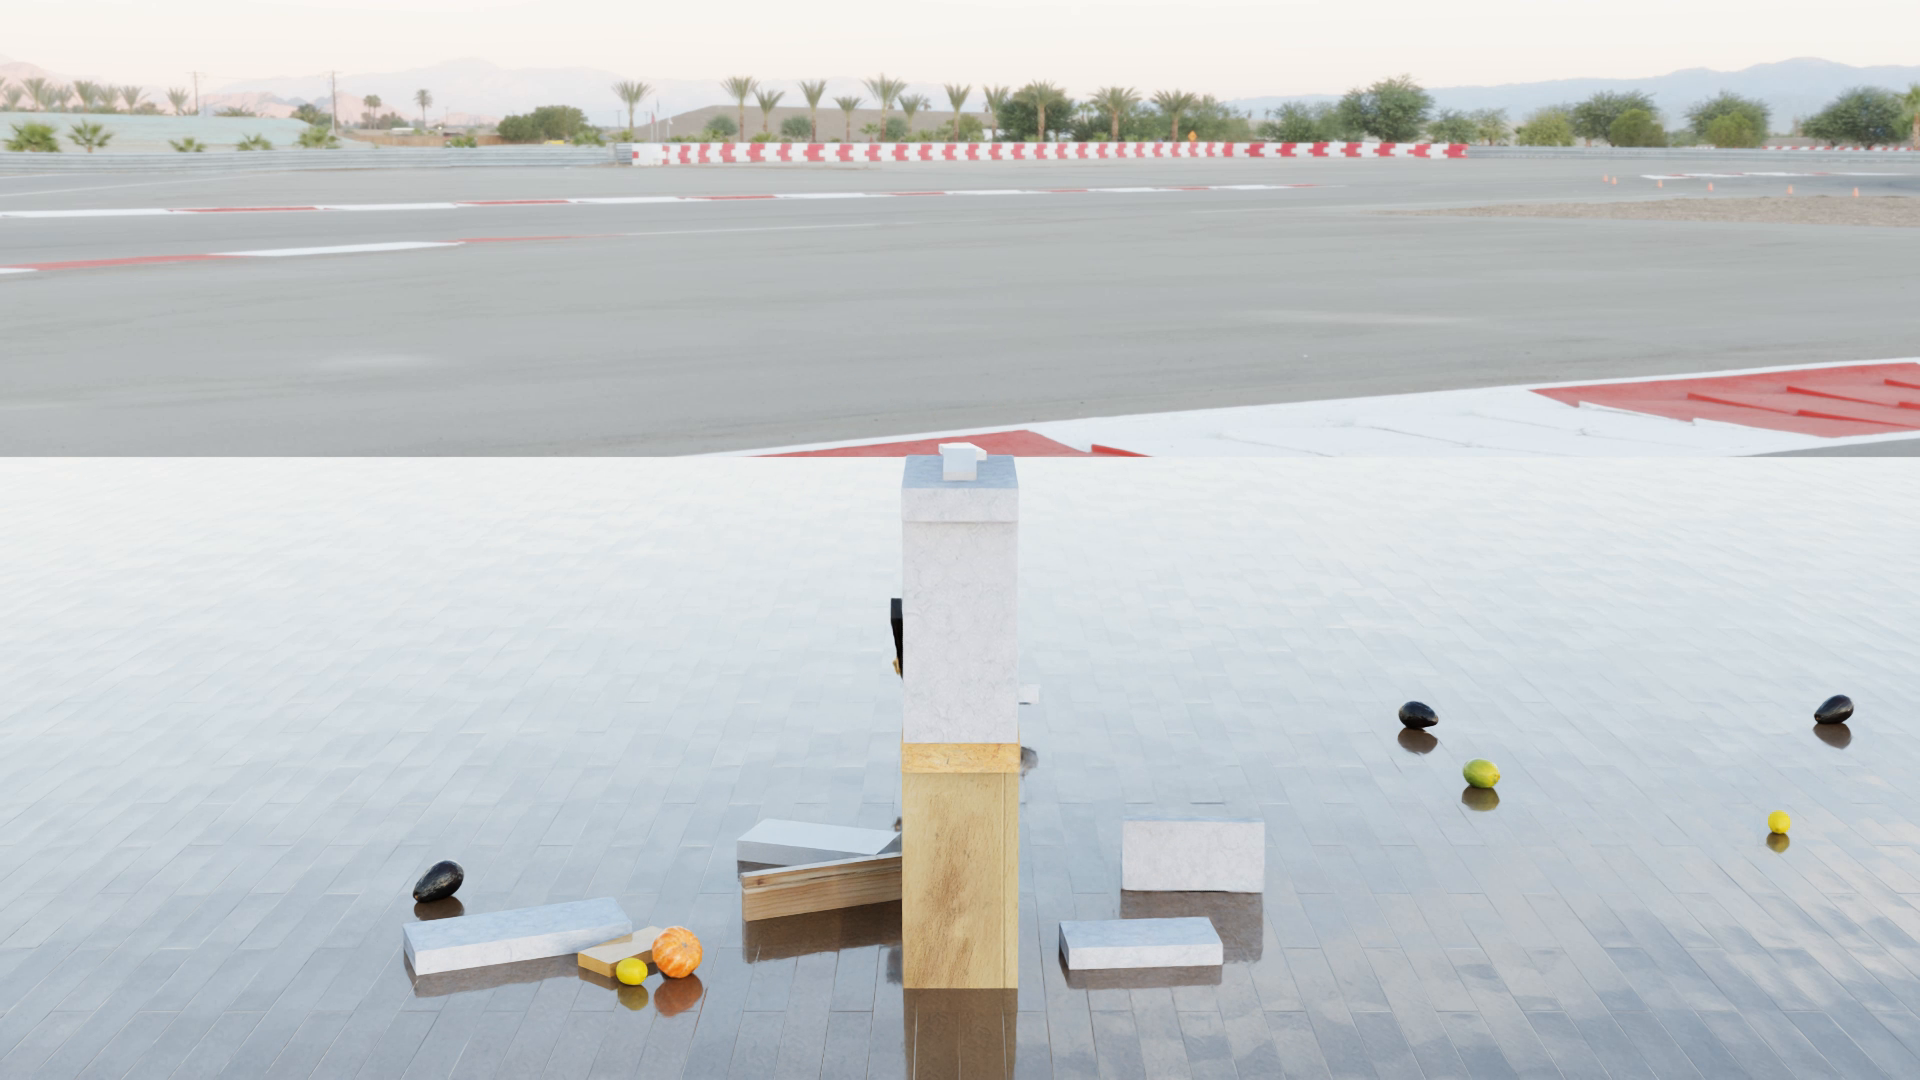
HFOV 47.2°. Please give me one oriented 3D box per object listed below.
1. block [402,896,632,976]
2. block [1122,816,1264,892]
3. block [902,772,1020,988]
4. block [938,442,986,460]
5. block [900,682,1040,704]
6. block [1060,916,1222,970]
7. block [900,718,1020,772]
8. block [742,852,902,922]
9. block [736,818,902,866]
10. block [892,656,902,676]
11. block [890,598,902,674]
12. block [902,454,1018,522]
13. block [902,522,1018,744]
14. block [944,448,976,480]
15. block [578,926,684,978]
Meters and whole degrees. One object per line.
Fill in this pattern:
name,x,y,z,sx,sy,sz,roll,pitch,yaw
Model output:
block,-0.690,0.616,3.431,0.332,0.037,0.129,-4,11,-22
block,0.389,0.526,3.686,0.236,0.118,0.033,1,7,3
block,0.001,0.493,3.256,0.171,0.342,0.048,0,11,0
block,0.003,-0.131,3.259,0.047,0.013,0.094,-3,11,-16
block,0.020,0.323,4.744,0.147,0.042,0.294,12,-9,-37
block,0.278,0.623,3.401,0.236,0.033,0.118,-1,11,-5
block,0.001,0.280,3.332,0.171,0.048,0.342,0,11,0
block,-0.189,0.563,3.609,0.347,0.075,0.021,-4,11,-22
block,-0.246,0.537,3.856,0.258,0.037,0.129,3,11,18
block,-0.013,0.187,4.491,0.129,0.258,0.037,20,28,-34
block,-0.043,0.258,4.407,0.147,0.042,0.580,0,-26,3
block,0.000,-0.078,3.212,0.163,0.046,0.327,0,10,0
block,0.001,0.125,3.137,0.163,0.327,0.046,0,10,0
block,0.000,-0.109,3.160,0.047,0.013,0.094,0,23,0
block,-0.505,0.632,3.383,0.075,0.021,0.149,9,14,40
